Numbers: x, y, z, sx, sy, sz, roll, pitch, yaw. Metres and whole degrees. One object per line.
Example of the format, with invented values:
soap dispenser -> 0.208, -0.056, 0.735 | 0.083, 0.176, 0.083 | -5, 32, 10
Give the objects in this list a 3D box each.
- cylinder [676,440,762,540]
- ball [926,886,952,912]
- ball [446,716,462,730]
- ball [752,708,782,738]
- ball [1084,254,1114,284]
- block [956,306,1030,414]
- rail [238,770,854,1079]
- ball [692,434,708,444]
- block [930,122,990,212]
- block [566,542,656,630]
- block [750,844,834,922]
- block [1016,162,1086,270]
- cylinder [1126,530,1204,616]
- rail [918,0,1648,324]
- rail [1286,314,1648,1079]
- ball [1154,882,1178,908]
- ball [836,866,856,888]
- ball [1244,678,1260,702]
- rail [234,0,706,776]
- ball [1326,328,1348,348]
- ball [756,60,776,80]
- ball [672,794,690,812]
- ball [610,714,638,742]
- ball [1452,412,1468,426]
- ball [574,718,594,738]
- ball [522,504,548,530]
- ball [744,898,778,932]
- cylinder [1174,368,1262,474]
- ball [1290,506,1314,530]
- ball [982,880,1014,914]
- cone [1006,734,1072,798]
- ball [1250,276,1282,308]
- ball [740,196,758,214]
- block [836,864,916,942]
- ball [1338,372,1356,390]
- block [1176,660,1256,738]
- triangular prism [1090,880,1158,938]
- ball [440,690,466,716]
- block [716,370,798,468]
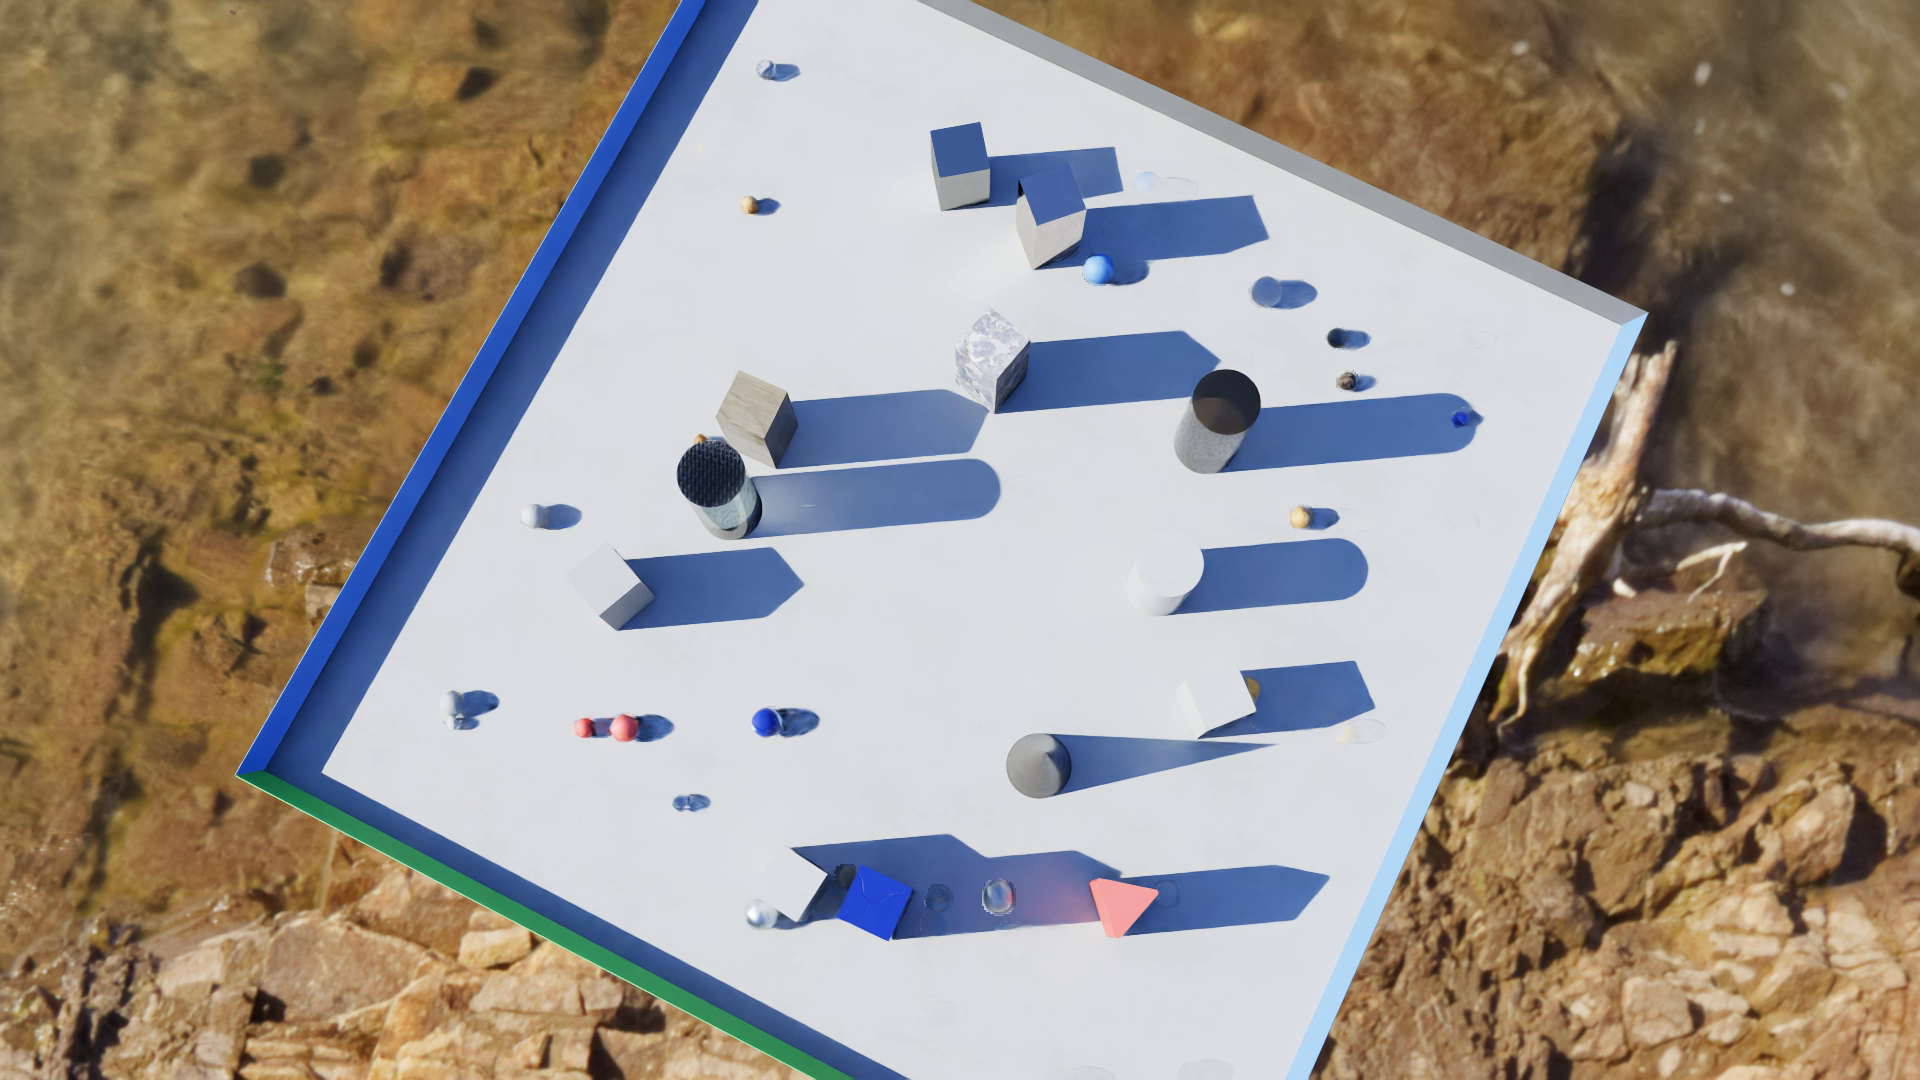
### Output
cylinder -> -0.705, -0.141, 5.412 | 0.196, 0.458, 0.196 | 0, 78, 0
ball -> -0.062, 1.051, 5.361 | 0.075, 0.075, 0.075 | 0, 78, 0
ball -> -1.514, 0.549, 5.481 | 0.042, 0.042, 0.042 | 0, 78, 0
ball -> -0.577, 0.544, 5.458 | 0.090, 0.090, 0.090 | 0, 78, 0
ball -> 0.436, -0.850, 5.744 | 0.096, 0.096, 0.096 | 0, 78, 0
block -> 0.097, -0.538, 5.533 | 0.157, 0.382, 0.157 | 39, 81, 7
rail -> -0.696, 1.370, 5.267 | 3.154, 0.127, 0.045 | 26, 80, 5
ball -> -0.799, -0.301, 5.654 | 0.049, 0.049, 0.049 | 0, 78, 0
block -> 0.000, -1.163, 5.719 | 0.157, 0.270, 0.157 | -11, 79, -2
block -> -1.034, 0.140, 5.443 | 0.157, 0.283, 0.157 | -40, 81, -8
block -> -0.479, 0.987, 5.262 | 0.157, 0.293, 0.157 | 32, 80, 6
block -> 0.275, -0.988, 5.627 | 0.157, 0.380, 0.157 | -19, 79, -4
cylinder -> 0.601, 0.101, 5.420 | 0.196, 0.343, 0.196 | 0, 78, 0
rail -> 0.696, -1.356, 5.831 | 3.154, 0.127, 0.045 | 26, 80, 5
rail -> 1.389, 0.687, 5.408 | 0.045, 0.127, 3.160 | 26, 80, 5
ball -> 0.602, 1.036, 5.360 | 0.075, 0.075, 0.075 | 0, 78, 0
ball -> -0.333, 0.988, 5.379 | 0.064, 0.064, 0.064 | 0, 78, 0
ball -> 0.860, 0.451, 5.484 | 0.077, 0.077, 0.077 | 0, 78, 0
rail -> -1.389, -0.673, 5.690 | 0.045, 0.127, 3.160 | 26, 80, 5
ball -> 1.177, -0.629, 5.713 | 0.066, 0.066, 0.066 | 0, 78, 0
ball -> -0.623, -1.514, 5.898 | 0.063, 0.063, 0.063 | 0, 78, 0
ball -> -0.827, 0.780, 5.429 | 0.050, 0.050, 0.050 | 0, 78, 0
ball -> -0.999, 0.562, 5.459 | 0.082, 0.082, 0.082 | 0, 78, 0
ball -> 1.548, -0.374, 5.670 | 0.046, 0.046, 0.046 | 0, 78, 0
ball -> -1.122, 0.561, 5.469 | 0.061, 0.061, 0.061 | 0, 78, 0
ball -> -1.298, -0.073, 5.591 | 0.080, 0.080, 0.080 | 0, 78, 0
ball -> -0.579, 1.092, 5.341 | 0.098, 0.098, 0.098 | 0, 78, 0
cylinder -> 0.760, -0.346, 5.450 | 0.196, 0.467, 0.196 | 0, 78, 0
ball -> 1.044, -0.068, 5.594 | 0.071, 0.071, 0.071 | 0, 78, 0
ball -> 0.113, 1.043, 5.353 | 0.093, 0.093, 0.093 | 0, 78, 0
cone -> 0.236, 0.629, 5.255 | 0.196, 0.452, 0.196 | 0, 78, 0
ball -> 0.958, -0.776, 5.727 | 0.098, 0.098, 0.098 | 0, 78, 0
ball -> -0.667, -1.062, 5.807 | 0.058, 0.058, 0.058 | 0, 78, 0
block -> -0.234, 1.033, 5.208 | 0.157, 0.382, 0.157 | 24, 79, 5
ball -> 1.202, -0.493, 5.689 | 0.058, 0.058, 0.058 | 0, 78, 0
block -> 0.750, 0.473, 5.391 | 0.157, 0.251, 0.157 | -21, 79, -4
triangular prism -> 0.436, 1.022, 5.231 | 0.147, 0.340, 0.170 | 41, 81, 8
ball -> -1.516, 0.489, 5.477 | 0.076, 0.076, 0.076 | 0, 78, 0
block -> -0.606, -0.357, 5.500 | 0.157, 0.372, 0.157 | 24, 79, 5
